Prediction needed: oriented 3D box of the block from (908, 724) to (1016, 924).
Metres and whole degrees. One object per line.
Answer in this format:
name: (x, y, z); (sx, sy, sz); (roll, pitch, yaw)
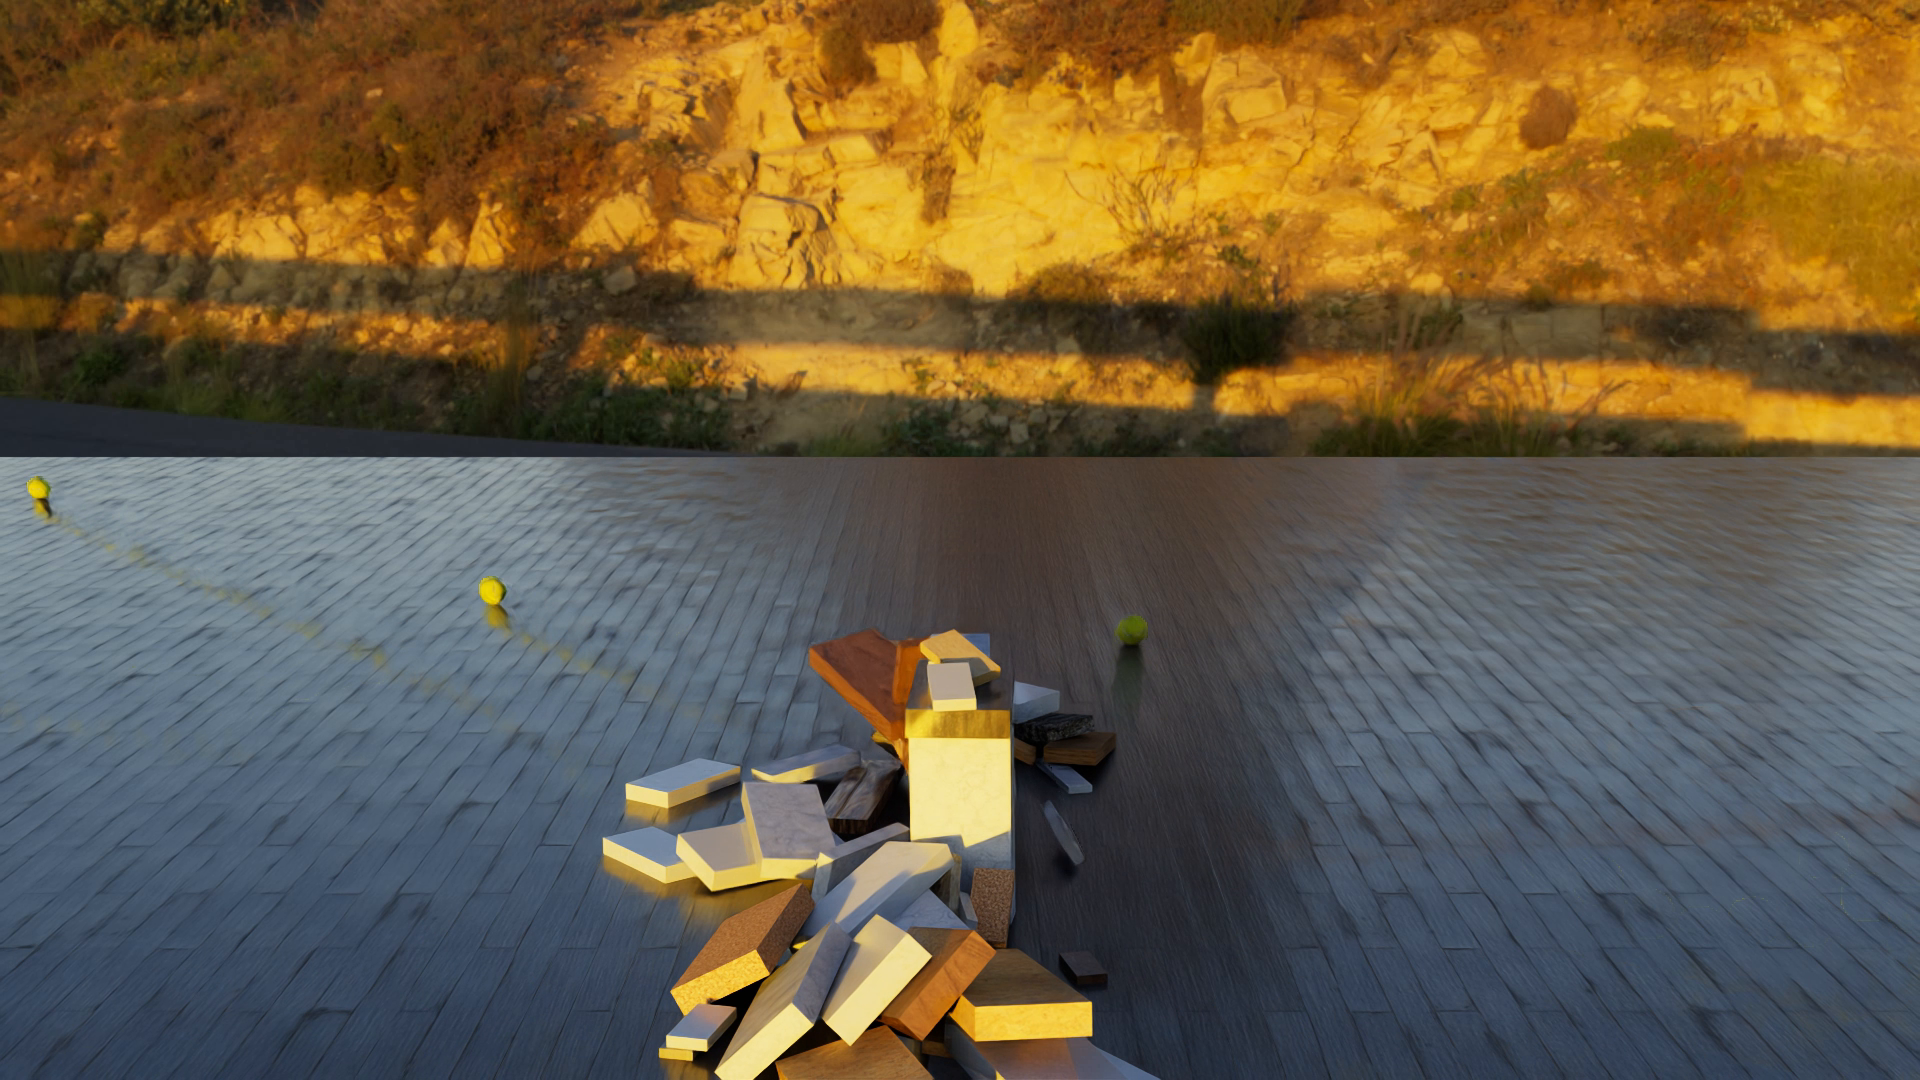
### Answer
block: (0.005, 0.451, 3.522); (0.162, 0.324, 0.046); (2, 15, 10)

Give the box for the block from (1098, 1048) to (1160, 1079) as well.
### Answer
block: (0.217, 0.726, 2.853); (0.107, 0.030, 0.446); (-8, 13, -36)

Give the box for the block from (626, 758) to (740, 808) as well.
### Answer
block: (-0.532, 0.468, 4.244); (0.106, 0.030, 0.211); (7, 13, 34)

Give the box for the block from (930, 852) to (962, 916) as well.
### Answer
block: (-0.028, 0.563, 3.462); (0.018, 0.129, 0.064); (29, -46, -26)

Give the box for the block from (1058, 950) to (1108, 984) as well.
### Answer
block: (0.186, 0.647, 3.327); (0.048, 0.014, 0.095); (-3, 11, -13)

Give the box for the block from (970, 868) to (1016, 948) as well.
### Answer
block: (0.048, 0.579, 3.464); (0.064, 0.018, 0.129); (2, 51, 10)

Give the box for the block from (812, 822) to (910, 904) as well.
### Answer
block: (-0.165, 0.542, 3.641); (0.029, 0.101, 0.202); (25, 23, 32)

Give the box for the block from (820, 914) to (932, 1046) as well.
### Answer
block: (-0.132, 0.600, 3.023); (0.156, 0.044, 0.312); (-46, 4, -10)

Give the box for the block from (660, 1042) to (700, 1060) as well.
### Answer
block: (-0.379, 0.696, 3.059); (0.048, 0.014, 0.095); (2, 11, 12)

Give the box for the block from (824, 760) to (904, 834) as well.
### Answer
block: (-0.187, 0.483, 4.168); (0.096, 0.027, 0.382); (2, 11, 8)

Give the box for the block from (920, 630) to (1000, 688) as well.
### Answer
block: (0.000, 0.194, 3.569); (0.067, 0.019, 0.133); (-20, 37, -28)

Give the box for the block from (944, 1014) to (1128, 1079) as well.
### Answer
block: (0.111, 0.688, 2.822); (0.156, 0.044, 0.342); (0, 10, -21)

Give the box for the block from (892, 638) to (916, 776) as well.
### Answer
block: (-0.066, 0.345, 4.203); (0.149, 0.042, 0.514); (-6, 30, -18)

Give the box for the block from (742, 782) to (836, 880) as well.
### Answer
block: (-0.294, 0.498, 3.784); (0.131, 0.037, 0.263); (4, 22, -15)

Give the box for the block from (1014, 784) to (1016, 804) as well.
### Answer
block: (0.029, 0.438, 4.208); (0.115, 0.033, 0.229); (-4, 23, -9)

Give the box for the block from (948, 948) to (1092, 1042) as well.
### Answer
block: (0.052, 0.616, 3.001); (0.151, 0.043, 0.449); (0, -2, -11)

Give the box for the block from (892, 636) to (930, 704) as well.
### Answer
block: (-0.087, 0.244, 4.107); (0.068, 0.135, 0.019); (-9, 39, -21)

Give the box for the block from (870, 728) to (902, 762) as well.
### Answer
block: (-0.123, 0.389, 4.297); (0.096, 0.027, 0.192); (38, 5, -2)

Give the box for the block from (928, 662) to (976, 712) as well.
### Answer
block: (-0.014, 0.230, 3.452); (0.067, 0.019, 0.133); (-2, 22, -4)

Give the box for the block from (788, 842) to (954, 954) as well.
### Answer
block: (-0.139, 0.556, 3.412); (0.131, 0.037, 0.263); (-4, 23, 43)

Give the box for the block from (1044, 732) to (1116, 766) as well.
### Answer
block: (0.244, 0.419, 4.451); (0.106, 0.030, 0.211); (3, 5, 15)

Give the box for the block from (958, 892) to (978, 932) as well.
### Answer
block: (0.002, 0.600, 3.430); (0.018, 0.064, 0.129); (17, 8, -9)

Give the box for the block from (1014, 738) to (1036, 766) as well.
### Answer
block: (0.088, 0.409, 4.436); (0.135, 0.019, 0.068); (24, 12, -4)

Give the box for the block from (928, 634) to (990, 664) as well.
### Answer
block: (0.000, 0.194, 3.681); (0.101, 0.029, 0.202); (0, 11, 1)

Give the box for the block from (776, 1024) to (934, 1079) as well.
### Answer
block: (-0.124, 0.699, 2.775); (0.156, 0.044, 0.312); (-16, 7, -14)

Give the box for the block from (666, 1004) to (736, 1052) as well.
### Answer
block: (-0.360, 0.679, 3.068); (0.059, 0.017, 0.118); (3, 11, 14)

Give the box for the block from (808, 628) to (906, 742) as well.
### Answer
block: (-0.149, 0.276, 4.226); (0.149, 0.042, 0.299); (-15, 35, -31)

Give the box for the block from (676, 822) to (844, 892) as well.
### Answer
block: (-0.339, 0.532, 3.780); (0.263, 0.037, 0.131); (-6, 26, -34)

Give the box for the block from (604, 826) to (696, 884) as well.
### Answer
block: (-0.523, 0.546, 3.825); (0.102, 0.029, 0.204); (-9, 14, -39)

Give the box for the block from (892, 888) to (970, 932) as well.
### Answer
block: (-0.092, 0.599, 3.359); (0.151, 0.043, 0.302); (-25, 17, -14)

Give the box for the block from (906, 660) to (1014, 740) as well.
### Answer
block: (0.004, 0.255, 3.559); (0.162, 0.046, 0.324); (0, 11, 3)

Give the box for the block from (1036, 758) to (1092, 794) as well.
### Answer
block: (0.203, 0.461, 4.325); (0.048, 0.014, 0.209); (-3, 11, -16)

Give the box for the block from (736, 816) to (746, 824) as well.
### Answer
block: (-0.338, 0.517, 3.980); (0.102, 0.029, 0.204); (4, 11, 18)

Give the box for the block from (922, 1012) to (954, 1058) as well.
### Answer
block: (-0.001, 0.678, 3.029); (0.067, 0.019, 0.135); (7, 11, 14)

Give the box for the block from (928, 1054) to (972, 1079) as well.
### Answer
block: (-0.016, 0.740, 2.809); (0.068, 0.019, 0.627); (0, 11, 3)

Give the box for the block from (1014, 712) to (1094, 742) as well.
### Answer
block: (0.165, 0.385, 4.548); (0.115, 0.033, 0.229); (-10, 3, -31)

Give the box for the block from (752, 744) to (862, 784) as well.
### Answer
block: (-0.300, 0.443, 4.302); (0.192, 0.027, 0.096); (-13, 11, -29)

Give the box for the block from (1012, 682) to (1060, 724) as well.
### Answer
block: (0.050, 0.327, 4.652); (0.292, 0.041, 0.146); (10, 14, 38)

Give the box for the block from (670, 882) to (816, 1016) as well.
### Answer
block: (-0.320, 0.607, 3.286); (0.146, 0.041, 0.292); (-27, 5, 13)

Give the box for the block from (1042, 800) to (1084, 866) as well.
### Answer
block: (0.180, 0.513, 3.858); (0.019, 0.067, 0.135); (-34, 19, 2)

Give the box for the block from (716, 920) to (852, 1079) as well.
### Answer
block: (-0.240, 0.640, 3.041); (0.146, 0.041, 0.313); (-43, 3, 12)

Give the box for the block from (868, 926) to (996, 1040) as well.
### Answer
block: (-0.060, 0.601, 2.999); (0.151, 0.043, 0.302); (-47, 7, -18)
